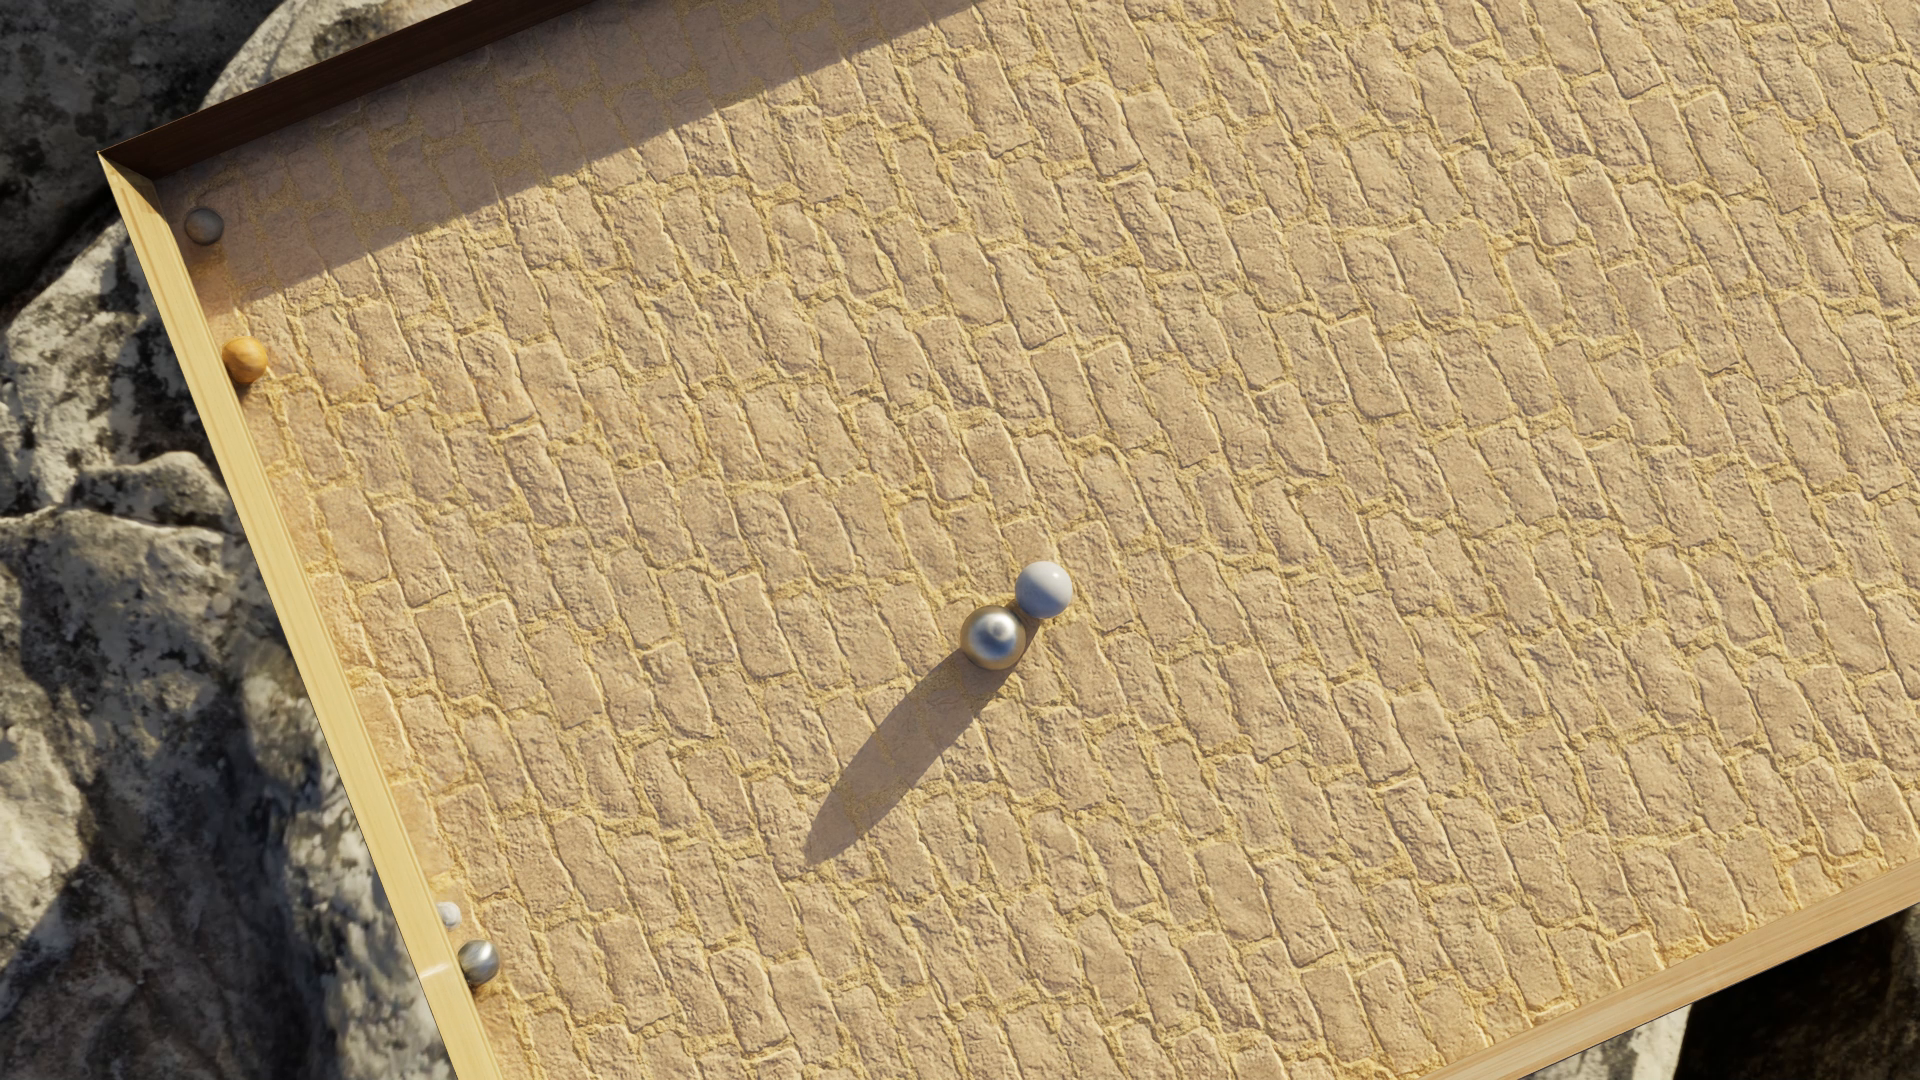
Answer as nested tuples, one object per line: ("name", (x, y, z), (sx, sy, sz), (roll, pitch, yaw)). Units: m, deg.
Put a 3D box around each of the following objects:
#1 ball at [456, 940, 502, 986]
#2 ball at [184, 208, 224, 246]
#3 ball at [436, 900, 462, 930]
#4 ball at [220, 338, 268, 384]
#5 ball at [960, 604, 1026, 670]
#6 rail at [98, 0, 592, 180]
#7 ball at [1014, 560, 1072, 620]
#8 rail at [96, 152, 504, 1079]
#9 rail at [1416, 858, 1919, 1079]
("ball", (-0.698, 0.612, 3.186), (0.065, 0.065, 0.065), (0, 83, 0))
("ball", (-1.142, -0.473, 3.322), (0.056, 0.056, 0.056), (0, 83, 0))
("ball", (-0.749, 0.548, 3.205), (0.043, 0.043, 0.043), (0, 83, 0))
("ball", (-1.071, -0.269, 3.291), (0.068, 0.068, 0.068), (0, 83, 0))
("ball", (0.048, 0.143, 3.226), (0.098, 0.098, 0.098), (0, 83, 0))
("rail", (0.484, -1.279, 3.384), (3.796, 0.127, 0.045), (-23, 84, -3))
("ball", (0.123, 0.074, 3.240), (0.087, 0.087, 0.087), (0, 83, 0))
("rail", (-0.851, 0.356, 3.185), (0.045, 0.127, 2.033), (-23, 84, -3))
("rail", (1.262, 0.534, 3.163), (3.796, 0.127, 0.045), (-23, 84, -3))
